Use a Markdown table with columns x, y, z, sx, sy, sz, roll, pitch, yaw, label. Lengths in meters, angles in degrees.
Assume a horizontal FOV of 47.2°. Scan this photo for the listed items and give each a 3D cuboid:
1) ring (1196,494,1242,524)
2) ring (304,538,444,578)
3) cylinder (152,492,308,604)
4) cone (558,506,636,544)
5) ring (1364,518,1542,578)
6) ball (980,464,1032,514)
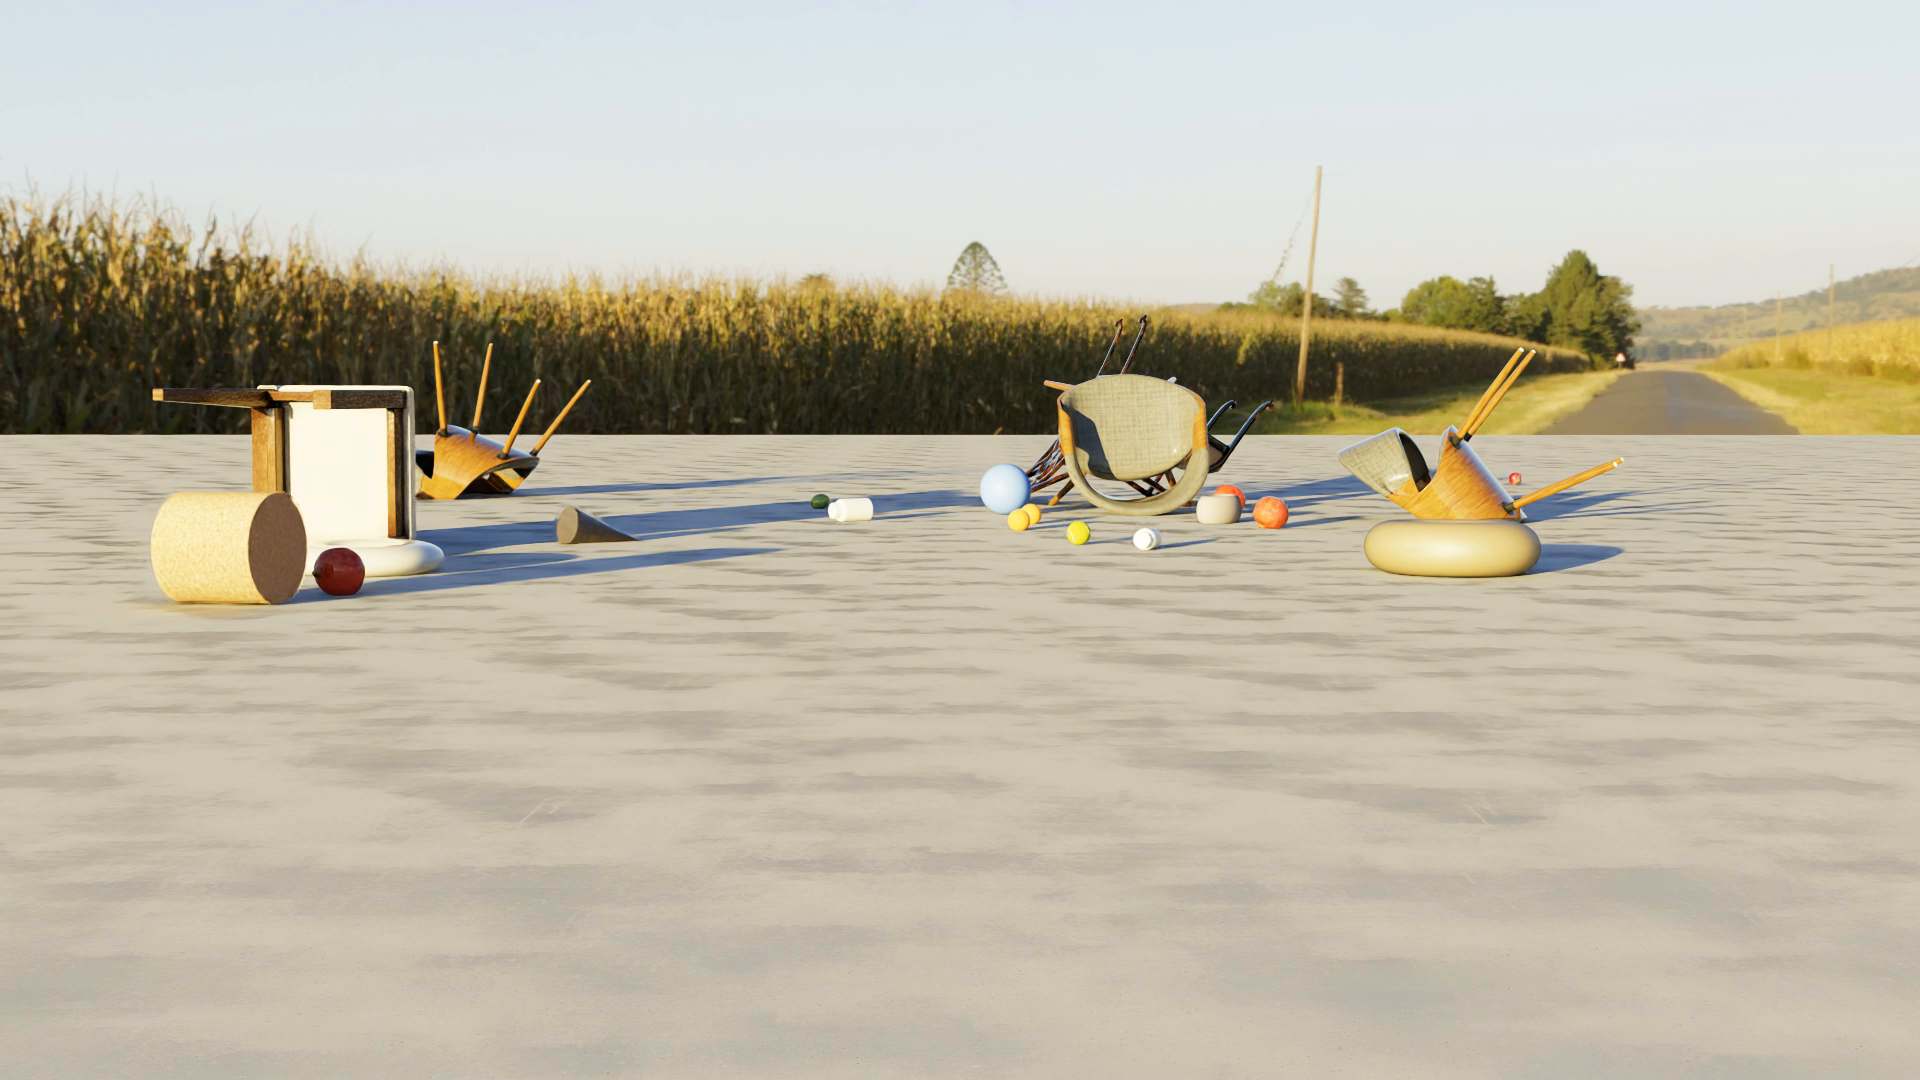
| x | y | z | sx | sy | sz | roll | pitch | yaw | label |
| --- | --- | --- | --- | --- | --- | --- | --- | --- | --- |
| 0.869 | -0.103 | 7.366 | 0.115 | 0.095 | 0.223 | 6 | 8 | 38 | ring |
| -1.466 | 0.043 | 5.381 | 0.411 | 0.075 | 0.354 | 2 | 5 | 14 | ring |
| -1.526 | 0.017 | 4.603 | 0.215 | 0.232 | 0.252 | 1 | -4 | 11 | cylinder |
| -1.041 | -0.021 | 6.436 | 0.242 | 0.112 | 0.131 | 14 | 12 | -37 | cone |
| 1.199 | 0.018 | 5.363 | 0.402 | 0.129 | 0.433 | -2 | 3 | -41 | ring |
| 0.163 | -0.182 | 7.849 | 0.184 | 0.184 | 0.184 | 0 | 4 | 0 | ball |
